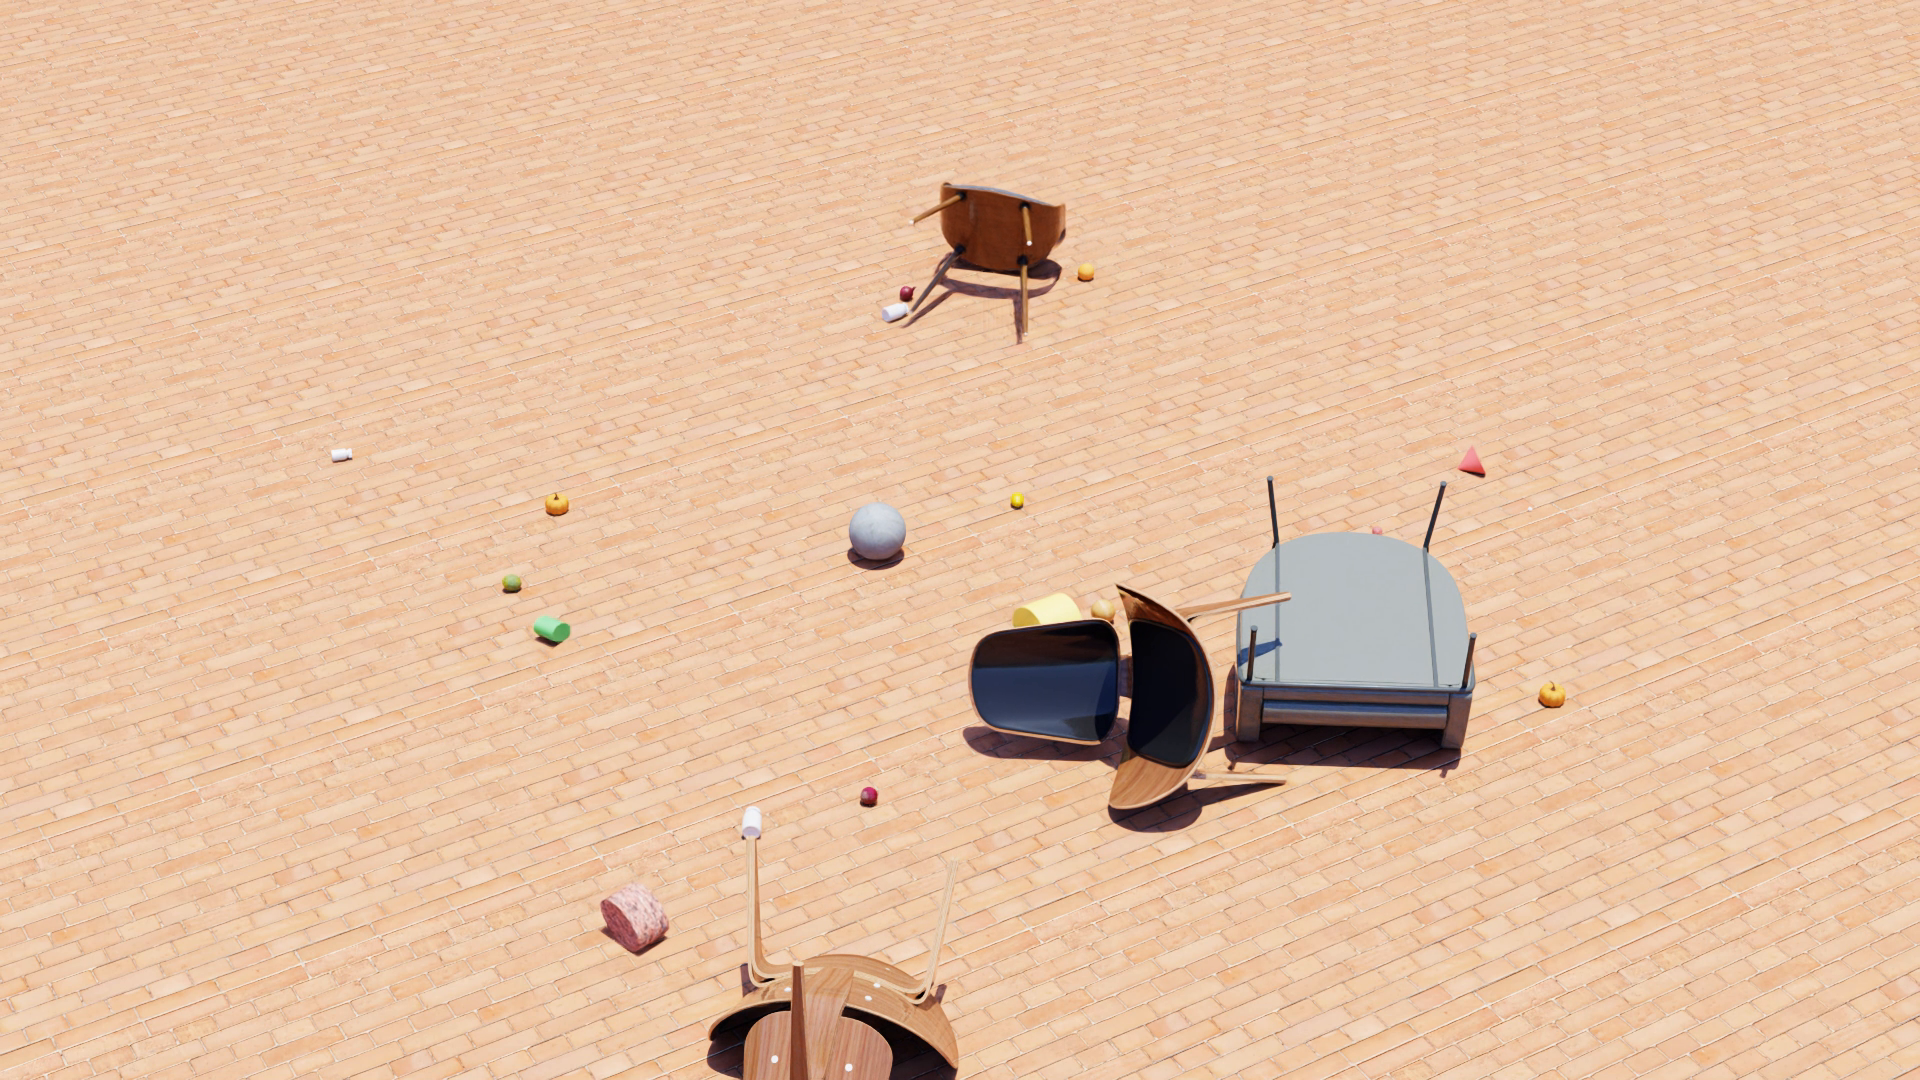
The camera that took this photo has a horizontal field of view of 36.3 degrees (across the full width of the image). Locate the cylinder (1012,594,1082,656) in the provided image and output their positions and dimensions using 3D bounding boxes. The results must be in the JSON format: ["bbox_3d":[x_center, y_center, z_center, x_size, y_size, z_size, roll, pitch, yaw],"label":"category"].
[{"bbox_3d":[0.308,0.298,10.317,0.160,0.181,0.213,-20,3,-27],"label":"cylinder"}]

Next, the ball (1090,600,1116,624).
[{"bbox_3d":[0.511,0.256,10.474,0.090,0.090,0.090,0,33,0],"label":"ball"}]

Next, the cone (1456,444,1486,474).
[{"bbox_3d":[1.967,-0.295,11.351,0.095,0.101,0.157,-26,36,12],"label":"cone"}]

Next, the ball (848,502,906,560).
[{"bbox_3d":[-0.304,-0.032,10.799,0.213,0.213,0.213,0,33,0],"label":"ball"}]

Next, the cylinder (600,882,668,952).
[{"bbox_3d":[-1.004,1.161,9.045,0.122,0.137,0.191,-30,74,-37],"label":"cylinder"}]
